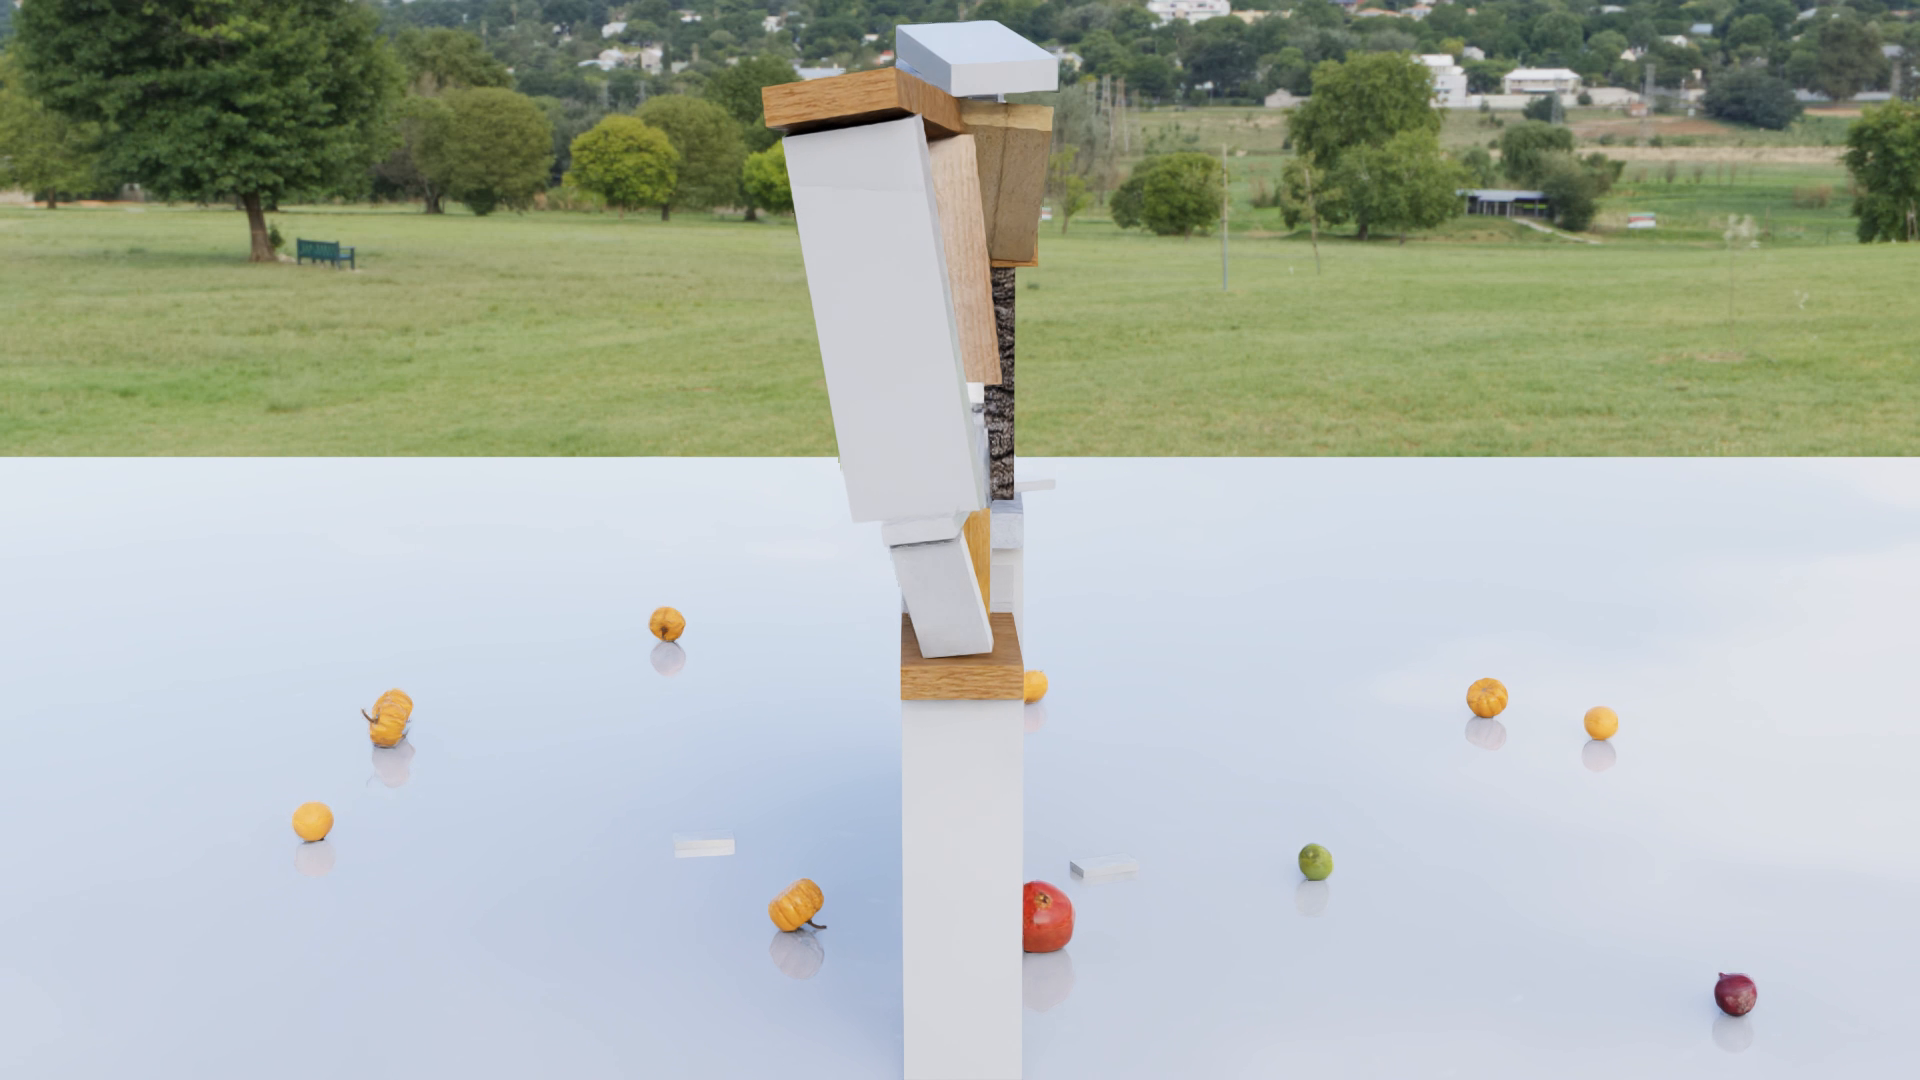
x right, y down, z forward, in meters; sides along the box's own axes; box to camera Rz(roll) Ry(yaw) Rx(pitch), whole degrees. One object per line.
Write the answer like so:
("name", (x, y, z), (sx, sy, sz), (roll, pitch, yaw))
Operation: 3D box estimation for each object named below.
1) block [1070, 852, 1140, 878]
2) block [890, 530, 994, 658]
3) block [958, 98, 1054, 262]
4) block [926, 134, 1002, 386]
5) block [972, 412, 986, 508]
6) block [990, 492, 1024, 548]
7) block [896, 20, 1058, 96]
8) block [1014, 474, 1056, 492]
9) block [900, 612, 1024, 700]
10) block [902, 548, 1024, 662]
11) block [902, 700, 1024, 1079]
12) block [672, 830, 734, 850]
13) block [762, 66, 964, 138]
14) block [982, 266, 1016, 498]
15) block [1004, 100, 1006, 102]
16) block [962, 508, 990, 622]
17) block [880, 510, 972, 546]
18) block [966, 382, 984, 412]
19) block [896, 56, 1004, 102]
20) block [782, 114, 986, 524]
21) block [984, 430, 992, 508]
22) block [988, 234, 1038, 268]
("block", (0.249, 0.561, 3.786), (0.106, 0.015, 0.053), (-4, 11, -23))
("block", (-0.022, 0.070, 2.793), (0.091, 0.182, 0.026), (-6, 37, 13))
("block", (0.042, -0.491, 3.019), (0.144, 0.041, 0.288), (5, -29, -2))
("block", (-0.047, -0.358, 2.884), (0.163, 0.327, 0.046), (-7, 3, -8))
("block", (-0.015, -0.023, 2.938), (0.097, 0.336, 0.028), (-1, 38, 0))
("block", (0.003, -0.045, 3.272), (0.175, 0.050, 0.351), (0, 11, 0))
("block", (0.019, -0.652, 2.965), (0.144, 0.041, 0.288), (-7, 24, -14))
("block", (0.085, -0.084, 3.306), (0.106, 0.015, 0.053), (-5, 12, -25))
("block", (-0.001, 0.153, 2.967), (0.157, 0.045, 0.315), (0, 11, -1))
("block", (0.003, 0.223, 3.203), (0.175, 0.452, 0.050), (0, 10, 0))
("block", (0.003, 0.458, 2.914), (0.157, 0.535, 0.045), (0, 10, 0))
("block", (-0.458, 0.535, 3.926), (0.106, 0.015, 0.053), (-2, 11, -11))
("block", (-0.114, -0.530, 2.729), (0.163, 0.046, 0.327), (-6, 3, 14))
("block", (-0.004, -0.231, 3.219), (0.167, 0.334, 0.047), (0, 6, 2))
("block", (-0.002, -0.538, 3.641), (0.151, 0.373, 0.043), (0, 10, -1))
("block", (-0.006, 0.044, 2.936), (0.091, 0.182, 0.026), (0, 28, 0))
("block", (-0.037, -0.035, 2.793), (0.091, 0.026, 0.182), (-6, 15, 12))
("block", (-0.023, -0.175, 2.901), (0.097, 0.028, 0.194), (-4, -6, -3))
("block", (-0.003, -0.574, 3.194), (0.144, 0.288, 0.041), (2, 49, 10))
("block", (-0.090, -0.265, 2.689), (0.163, 0.483, 0.046), (-6, 16, 13))
("block", (-0.007, -0.098, 3.061), (0.097, 0.028, 0.194), (0, -24, 2))
("block", (0.016, -0.446, 3.323), (0.167, 0.047, 0.334), (-1, 10, -4))
